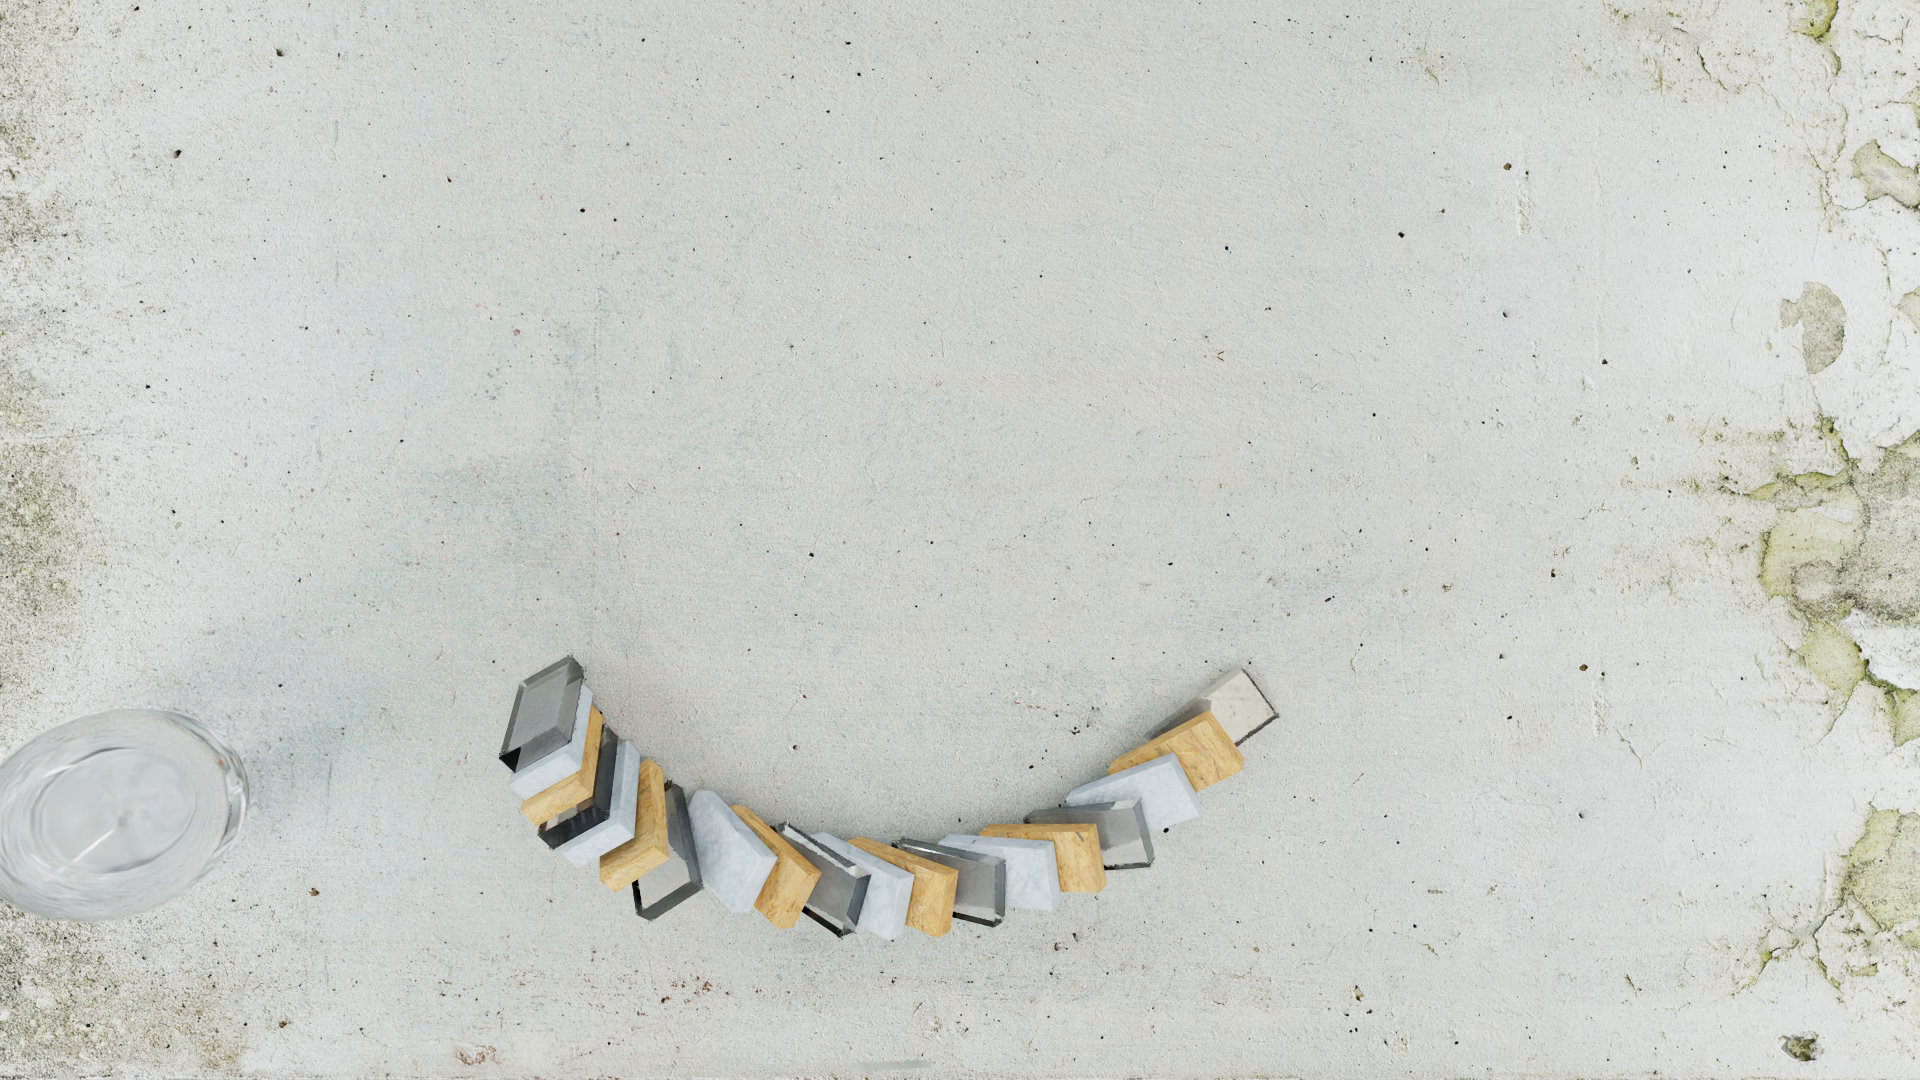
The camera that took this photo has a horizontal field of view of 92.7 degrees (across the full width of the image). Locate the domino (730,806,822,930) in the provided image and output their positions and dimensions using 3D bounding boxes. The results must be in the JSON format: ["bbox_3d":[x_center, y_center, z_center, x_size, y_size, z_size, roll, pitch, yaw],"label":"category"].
[{"bbox_3d":[-0.083,0.136,0.383,0.050,0.009,0.025,28,90,32],"label":"domino"}]

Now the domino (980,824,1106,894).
[{"bbox_3d":[0.034,0.133,0.384,0.050,0.010,0.025,-10,90,29],"label":"domino"}]

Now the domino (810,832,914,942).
[{"bbox_3d":[-0.044,0.143,0.382,0.050,0.009,0.025,12,92,33],"label":"domino"}]

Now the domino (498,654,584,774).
[{"bbox_3d":[-0.171,0.070,0.376,0.025,0.050,0.010,-29,121,0],"label":"domino"}]

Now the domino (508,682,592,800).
[{"bbox_3d":[-0.167,0.081,0.376,0.025,0.050,0.010,-29,121,0],"label":"domino"}]

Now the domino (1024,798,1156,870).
[{"bbox_3d":[0.054,0.125,0.384,0.050,0.010,0.025,-15,90,28],"label":"domino"}]

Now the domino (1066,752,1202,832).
[{"bbox_3d":[0.073,0.110,0.385,0.050,0.010,0.025,-28,90,26],"label":"domino"}]

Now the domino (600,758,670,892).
[{"bbox_3d":[-0.135,0.116,0.377,0.025,0.050,0.010,-32,126,0],"label":"domino"}]

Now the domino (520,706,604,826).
[{"bbox_3d":[-0.162,0.091,0.376,0.025,0.050,0.009,-29,121,0],"label":"domino"}]

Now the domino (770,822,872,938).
[{"bbox_3d":[-0.062,0.141,0.382,0.050,0.009,0.025,18,93,33],"label":"domino"}]

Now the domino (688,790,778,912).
[{"bbox_3d":[-0.099,0.128,0.381,0.050,0.010,0.025,28,90,39],"label":"domino"}]

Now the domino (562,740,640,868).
[{"bbox_3d":[-0.146,0.107,0.376,0.025,0.050,0.009,-29,121,0],"label":"domino"}]

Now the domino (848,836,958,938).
[{"bbox_3d":[-0.026,0.144,0.383,0.050,0.009,0.025,8,90,30],"label":"domino"}]

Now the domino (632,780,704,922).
[{"bbox_3d":[-0.124,0.127,0.379,0.025,0.010,0.050,-32,46,0],"label":"domino"}]

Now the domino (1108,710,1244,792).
[{"bbox_3d":[0.090,0.094,0.384,0.050,0.010,0.025,-36,90,26],"label":"domino"}]

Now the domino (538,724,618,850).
[{"bbox_3d":[-0.156,0.100,0.376,0.025,0.050,0.010,-29,121,0],"label":"domino"}]

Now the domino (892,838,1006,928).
[{"bbox_3d":[-0.005,0.143,0.384,0.050,0.010,0.025,1,90,30],"label":"domino"}]

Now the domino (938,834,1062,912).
[{"bbox_3d":[0.016,0.138,0.383,0.050,0.009,0.025,-7,92,30],"label":"domino"}]

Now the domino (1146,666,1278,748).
[{"bbox_3d":[0.109,0.080,0.395,0.050,0.010,0.025,-36,90,0],"label":"domino"}]

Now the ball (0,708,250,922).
[{"bbox_3d":[-0.330,0.107,0.360,0.080,0.080,0.080,0,90,0],"label":"ball"}]
